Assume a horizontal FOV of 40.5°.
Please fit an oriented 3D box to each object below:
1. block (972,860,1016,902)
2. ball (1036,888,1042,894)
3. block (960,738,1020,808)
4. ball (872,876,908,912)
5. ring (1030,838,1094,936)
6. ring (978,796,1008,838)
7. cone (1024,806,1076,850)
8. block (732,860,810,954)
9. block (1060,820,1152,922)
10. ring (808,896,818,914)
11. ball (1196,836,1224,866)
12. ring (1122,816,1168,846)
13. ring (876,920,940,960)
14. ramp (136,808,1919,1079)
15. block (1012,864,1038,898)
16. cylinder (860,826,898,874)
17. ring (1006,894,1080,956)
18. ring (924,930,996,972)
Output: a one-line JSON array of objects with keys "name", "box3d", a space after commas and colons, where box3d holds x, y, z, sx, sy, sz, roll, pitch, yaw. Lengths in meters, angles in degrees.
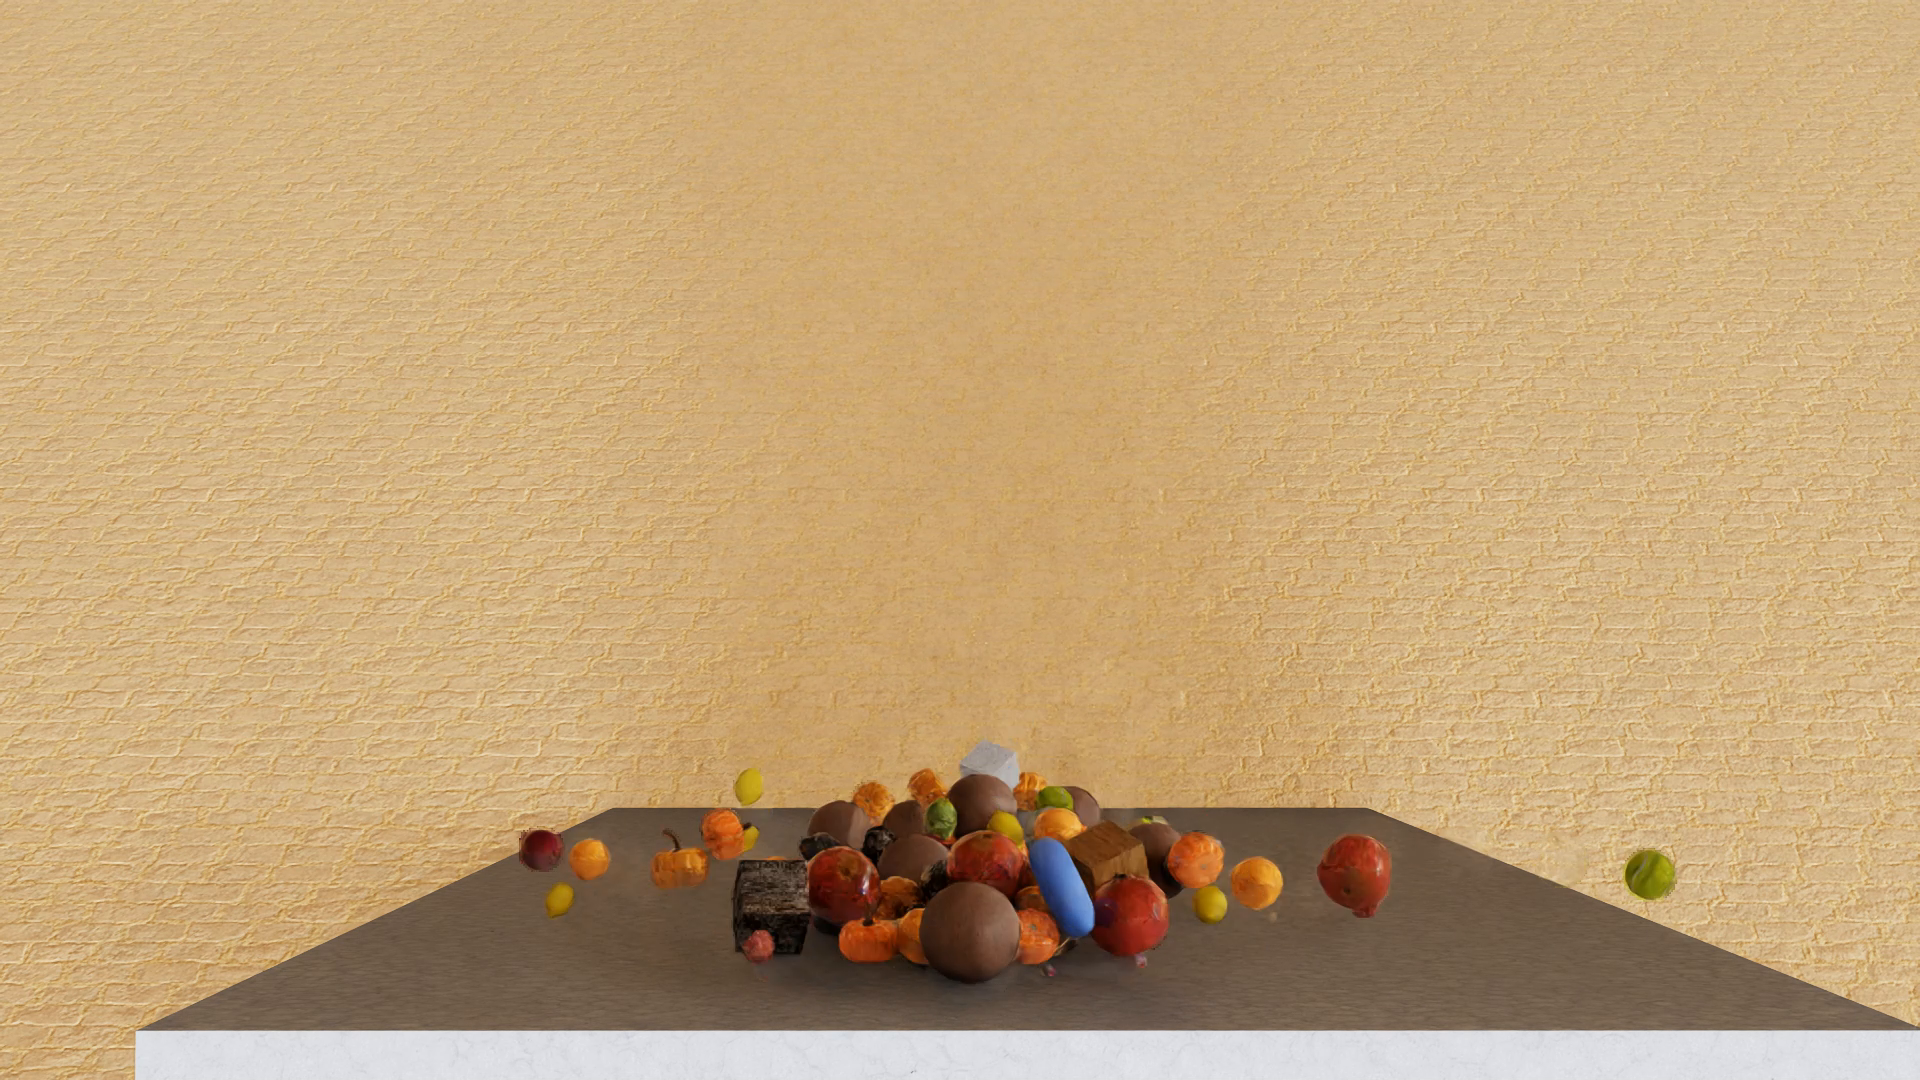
[{"name": "block", "box3d": [0.057, 0.566, 4.310, 0.060, 0.060, 0.060, -6, 81, -6]}, {"name": "ball", "box3d": [0.148, 0.546, 3.872, 0.081, 0.081, 0.081, 0, 36, 0]}, {"name": "block", "box3d": [0.056, 0.434, 4.846, 0.077, 0.077, 0.077, 20, 46, 31]}, {"name": "ball", "box3d": [-0.114, 0.572, 4.207, 0.057, 0.057, 0.057, 0, 36, 0]}, {"name": "ring", "box3d": [0.139, 0.472, 3.536, 0.048, 0.145, 0.145, -25, 41, -7]}, {"name": "ring", "box3d": [0.072, 0.568, 5.605, 0.049, 0.147, 0.147, 1, 36, -8]}, {"name": "cone", "box3d": [0.159, 0.485, 4.275, 0.090, 0.090, 0.090, -11, -1, -14]}, {"name": "block", "box3d": [-0.263, 0.510, 3.613, 0.092, 0.092, 0.092, 3, 46, -12]}, {"name": "block", "box3d": [0.206, 0.470, 3.696, 0.090, 0.090, 0.090, -23, 27, -23]}, {"name": "ring", "box3d": [-0.278, 0.582, 4.147, 0.101, 0.034, 0.101, 1, -2, 0]}, {"name": "ball", "box3d": [0.488, 0.608, 5.074, 0.056, 0.056, 0.056, 0, 36, 0]}, {"name": "ring", "box3d": [0.318, 0.504, 4.496, 0.088, 0.088, 0.029, -13, 63, -17]}, {"name": "ring", "box3d": [-0.063, 0.544, 3.537, 0.106, 0.035, 0.106, 13, 1, 0]}, {"name": "ramp", "box3d": [0.080, 0.679, 4.898, 2.000, 0.100, 4.000, 0, -2, 0]}, {"name": "block", "box3d": [0.102, 0.584, 4.447, 0.053, 0.053, 0.053, 1, -2, -13]}, {"name": "cylinder", "box3d": [-0.138, 0.530, 4.445, 0.057, 0.057, 0.057, 5, 37, 7]}, {"name": "ring", "box3d": [0.117, 0.538, 3.636, 0.108, 0.036, 0.108, 13, 34, -9]}, {"name": "ring", "box3d": [0.001, 0.546, 3.456, 0.098, 0.033, 0.098, 5, 12, -1]}]
